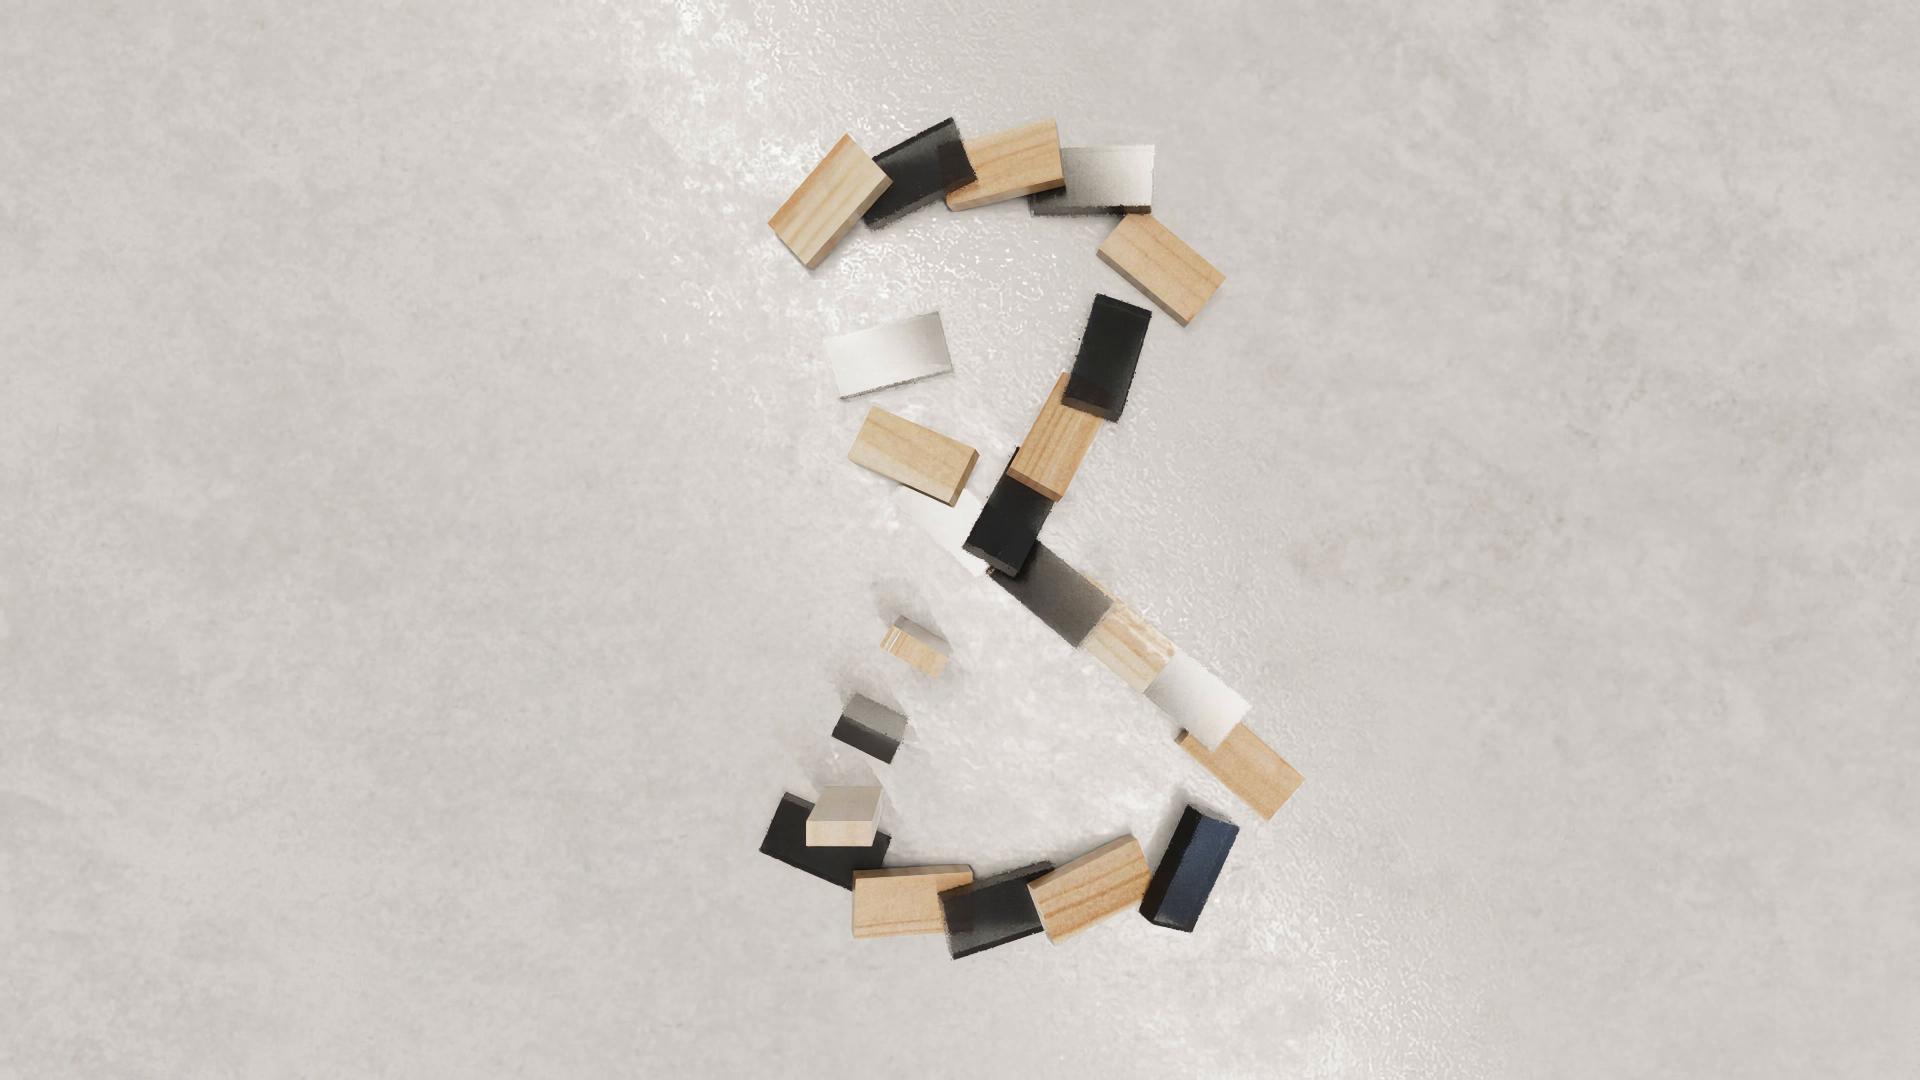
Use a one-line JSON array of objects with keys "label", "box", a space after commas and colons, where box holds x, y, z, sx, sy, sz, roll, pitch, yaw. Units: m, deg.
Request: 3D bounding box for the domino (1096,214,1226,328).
[{"label": "domino", "box": [0.087, -0.118, 0.395, 0.050, 0.010, 0.025, 39, 90, 0]}]

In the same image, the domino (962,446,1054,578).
[{"label": "domino", "box": [0.023, -0.012, 0.386, 0.025, 0.009, 0.050, 29, 68, 0]}]

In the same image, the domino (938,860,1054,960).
[{"label": "domino", "box": [0.018, 0.156, 0.389, 0.050, 0.010, 0.025, -11, 90, -16]}]

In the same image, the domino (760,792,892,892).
[{"label": "domino", "box": [-0.058, 0.131, 0.395, 0.050, 0.009, 0.025, 23, 90, 0]}]

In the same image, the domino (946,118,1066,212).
[{"label": "domino", "box": [0.018, -0.159, 0.389, 0.050, 0.010, 0.025, -8, 90, 15]}]

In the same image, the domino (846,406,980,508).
[{"label": "domino", "box": [-0.020, -0.035, 0.387, 0.050, 0.009, 0.025, 25, 85, 17]}]

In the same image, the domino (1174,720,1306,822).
[{"label": "domino", "box": [0.120, 0.095, 0.395, 0.050, 0.010, 0.025, 41, 90, 0]}]

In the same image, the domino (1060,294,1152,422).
[{"label": "domino", "box": [0.062, -0.077, 0.389, 0.025, 0.010, 0.050, 19, 75, 0]}]

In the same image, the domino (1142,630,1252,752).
[{"label": "domino", "box": [0.095, 0.063, 0.389, 0.050, 0.010, 0.025, 40, 90, 14]}]

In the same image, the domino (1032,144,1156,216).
[{"label": "domino", "box": [0.057, -0.153, 0.389, 0.050, 0.009, 0.025, 4, 90, 14]}]

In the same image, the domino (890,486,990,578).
[{"label": "domino", "box": [-0.003, -0.010, 0.395, 0.050, 0.009, 0.025, 42, 90, 0]}]

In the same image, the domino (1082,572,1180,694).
[{"label": "domino", "box": [0.065, 0.040, 0.389, 0.050, 0.009, 0.025, 40, 90, 15]}]

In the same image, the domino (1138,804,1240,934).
[{"label": "domino", "box": [0.098, 0.140, 0.390, 0.025, 0.010, 0.050, 25, 90, -30]}]

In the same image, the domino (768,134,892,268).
[{"label": "domino", "box": [-0.055, -0.143, 0.389, 0.050, 0.010, 0.025, -44, 85, 13]}]

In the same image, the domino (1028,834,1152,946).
[{"label": "domino", "box": [0.056, 0.148, 0.389, 0.050, 0.010, 0.025, -21, 90, -15]}]

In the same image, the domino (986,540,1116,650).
[{"label": "domino", "box": [0.038, 0.021, 0.388, 0.050, 0.010, 0.025, 40, 90, 17]}]

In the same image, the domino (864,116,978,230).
[{"label": "domino", "box": [-0.020, -0.155, 0.389, 0.050, 0.009, 0.025, -21, 89, 15]}]

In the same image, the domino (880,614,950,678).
[{"label": "domino", "box": [-0.018, 0.043, 0.375, 0.025, 0.050, 0.009, 30, 90, 0]}]

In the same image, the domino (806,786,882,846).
[{"label": "domino", "box": [-0.046, 0.112, 0.375, 0.025, 0.050, 0.009, 0, 90, 0]}]

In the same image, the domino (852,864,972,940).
[{"label": "domino", "box": [-0.020, 0.153, 0.389, 0.050, 0.010, 0.025, 2, 90, -14]}]

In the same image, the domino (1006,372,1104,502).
[{"label": "domino", "box": [0.043, -0.044, 0.388, 0.025, 0.010, 0.050, 29, 73, 0]}]

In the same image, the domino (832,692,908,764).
[{"label": "domino", "box": [-0.036, 0.076, 0.375, 0.025, 0.050, 0.009, 26, 90, 0]}]

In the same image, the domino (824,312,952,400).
[{"label": "domino", "box": [-0.030, -0.079, 0.395, 0.050, 0.010, 0.025, -14, 90, 0]}]
